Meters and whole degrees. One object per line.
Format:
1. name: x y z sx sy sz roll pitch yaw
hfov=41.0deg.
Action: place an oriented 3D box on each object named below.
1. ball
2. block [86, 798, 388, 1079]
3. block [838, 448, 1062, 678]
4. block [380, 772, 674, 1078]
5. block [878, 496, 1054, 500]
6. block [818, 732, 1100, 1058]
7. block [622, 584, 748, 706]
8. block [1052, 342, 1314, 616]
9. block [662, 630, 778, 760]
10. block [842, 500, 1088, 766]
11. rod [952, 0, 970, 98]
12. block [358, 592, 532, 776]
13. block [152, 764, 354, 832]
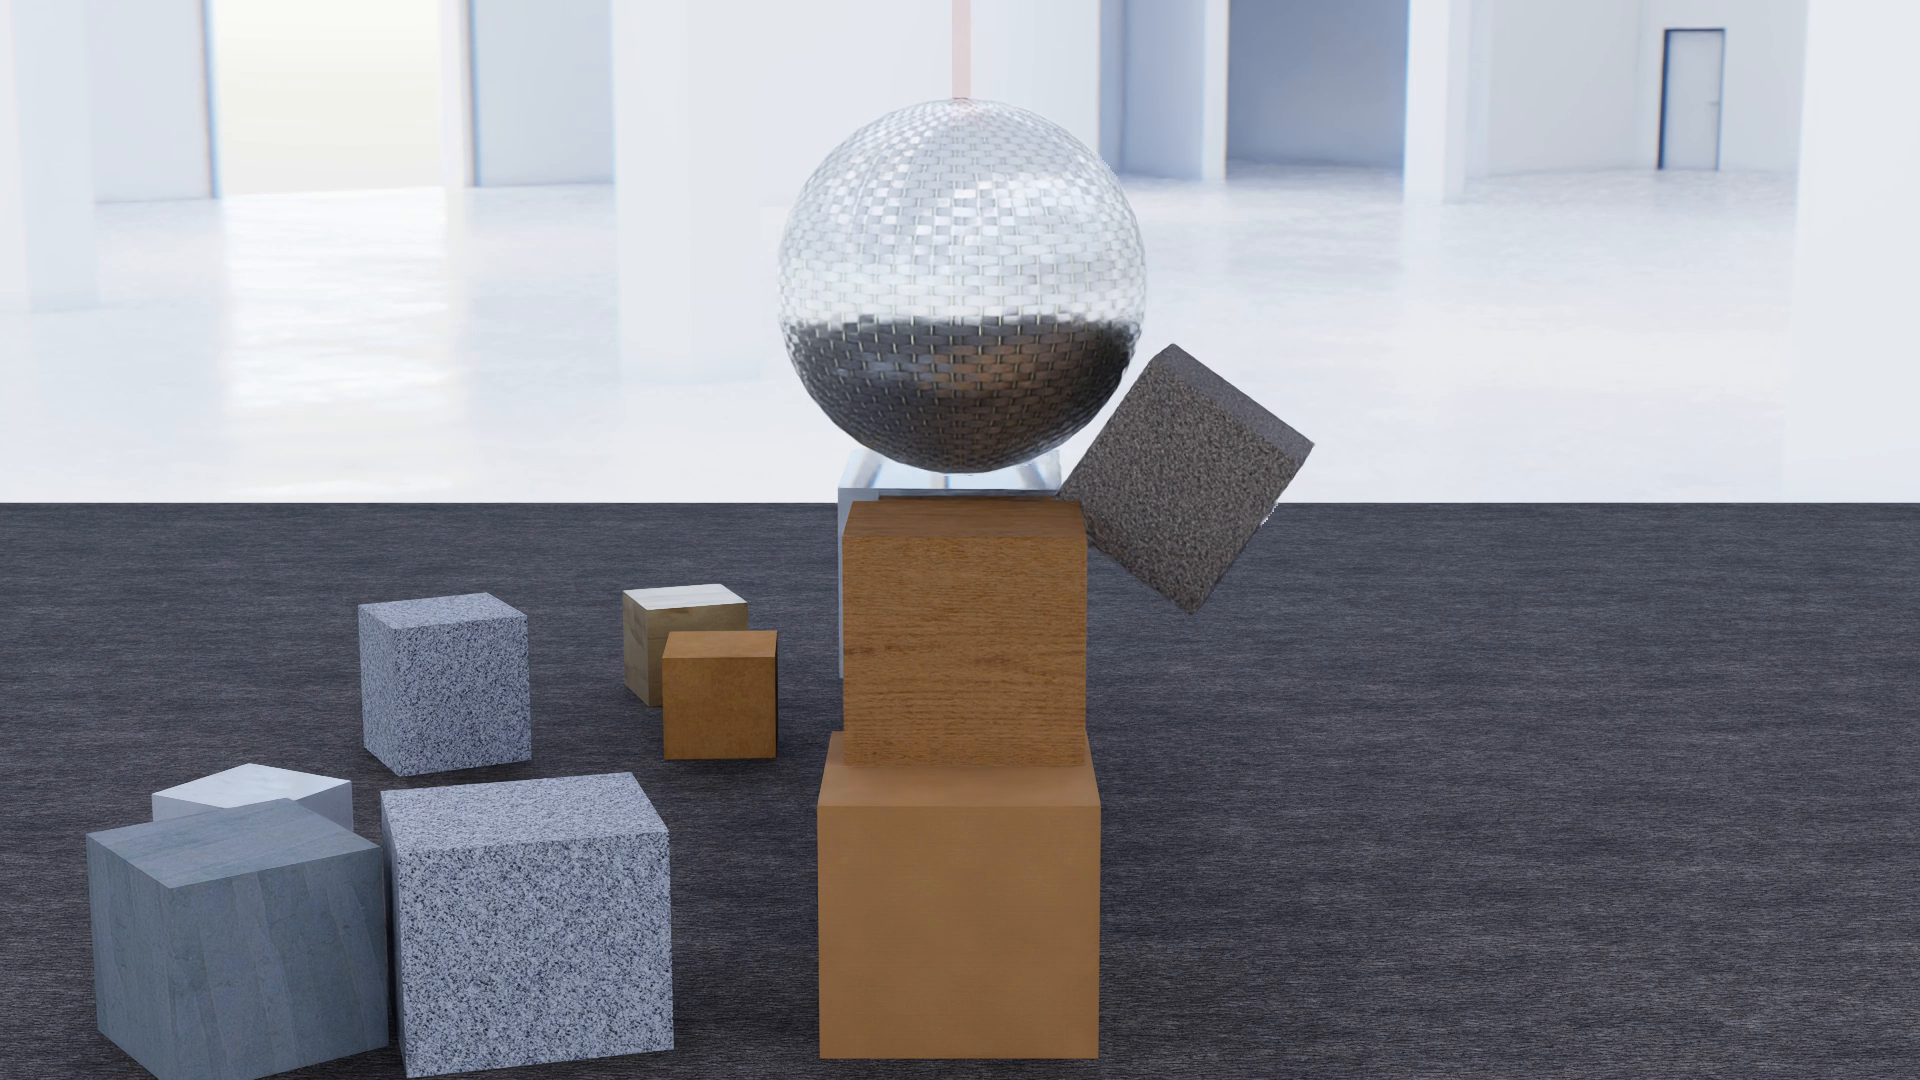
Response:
1. ball: 0.006 -1.082 10.984 1.600 1.600 1.600 0 10 0
2. block: -2.649 1.464 9.398 0.782 0.757 0.814 -8 13 -37
3. block: -0.033 0.094 11.636 0.971 0.856 0.900 0 13 2
4. block: -1.620 1.404 9.536 0.955 0.825 0.829 -3 11 -16
5. block: 0.031 0.298 10.777 0.765 0.807 0.801 0 14 1
6. block: -0.003 1.314 9.699 1.006 0.945 1.055 0 10 0
7. block: -1.578 0.596 14.732 0.582 0.556 0.586 -4 11 -20
8. block: 0.931 -0.265 10.761 0.746 0.778 0.629 36 15 4
9. block: -1.261 0.813 13.591 0.579 0.538 0.643 0 10 -3
10. block: 0.020 0.346 9.942 0.904 0.874 0.807 0 10 0
11. rod: 0.003 -4.427 10.375 0.080 5.200 0.080 0 10 0
12. block: -2.685 0.740 13.361 0.696 0.764 0.674 -5 12 -27
13. block: -2.880 1.323 10.499 0.568 0.641 0.542 6 12 29
